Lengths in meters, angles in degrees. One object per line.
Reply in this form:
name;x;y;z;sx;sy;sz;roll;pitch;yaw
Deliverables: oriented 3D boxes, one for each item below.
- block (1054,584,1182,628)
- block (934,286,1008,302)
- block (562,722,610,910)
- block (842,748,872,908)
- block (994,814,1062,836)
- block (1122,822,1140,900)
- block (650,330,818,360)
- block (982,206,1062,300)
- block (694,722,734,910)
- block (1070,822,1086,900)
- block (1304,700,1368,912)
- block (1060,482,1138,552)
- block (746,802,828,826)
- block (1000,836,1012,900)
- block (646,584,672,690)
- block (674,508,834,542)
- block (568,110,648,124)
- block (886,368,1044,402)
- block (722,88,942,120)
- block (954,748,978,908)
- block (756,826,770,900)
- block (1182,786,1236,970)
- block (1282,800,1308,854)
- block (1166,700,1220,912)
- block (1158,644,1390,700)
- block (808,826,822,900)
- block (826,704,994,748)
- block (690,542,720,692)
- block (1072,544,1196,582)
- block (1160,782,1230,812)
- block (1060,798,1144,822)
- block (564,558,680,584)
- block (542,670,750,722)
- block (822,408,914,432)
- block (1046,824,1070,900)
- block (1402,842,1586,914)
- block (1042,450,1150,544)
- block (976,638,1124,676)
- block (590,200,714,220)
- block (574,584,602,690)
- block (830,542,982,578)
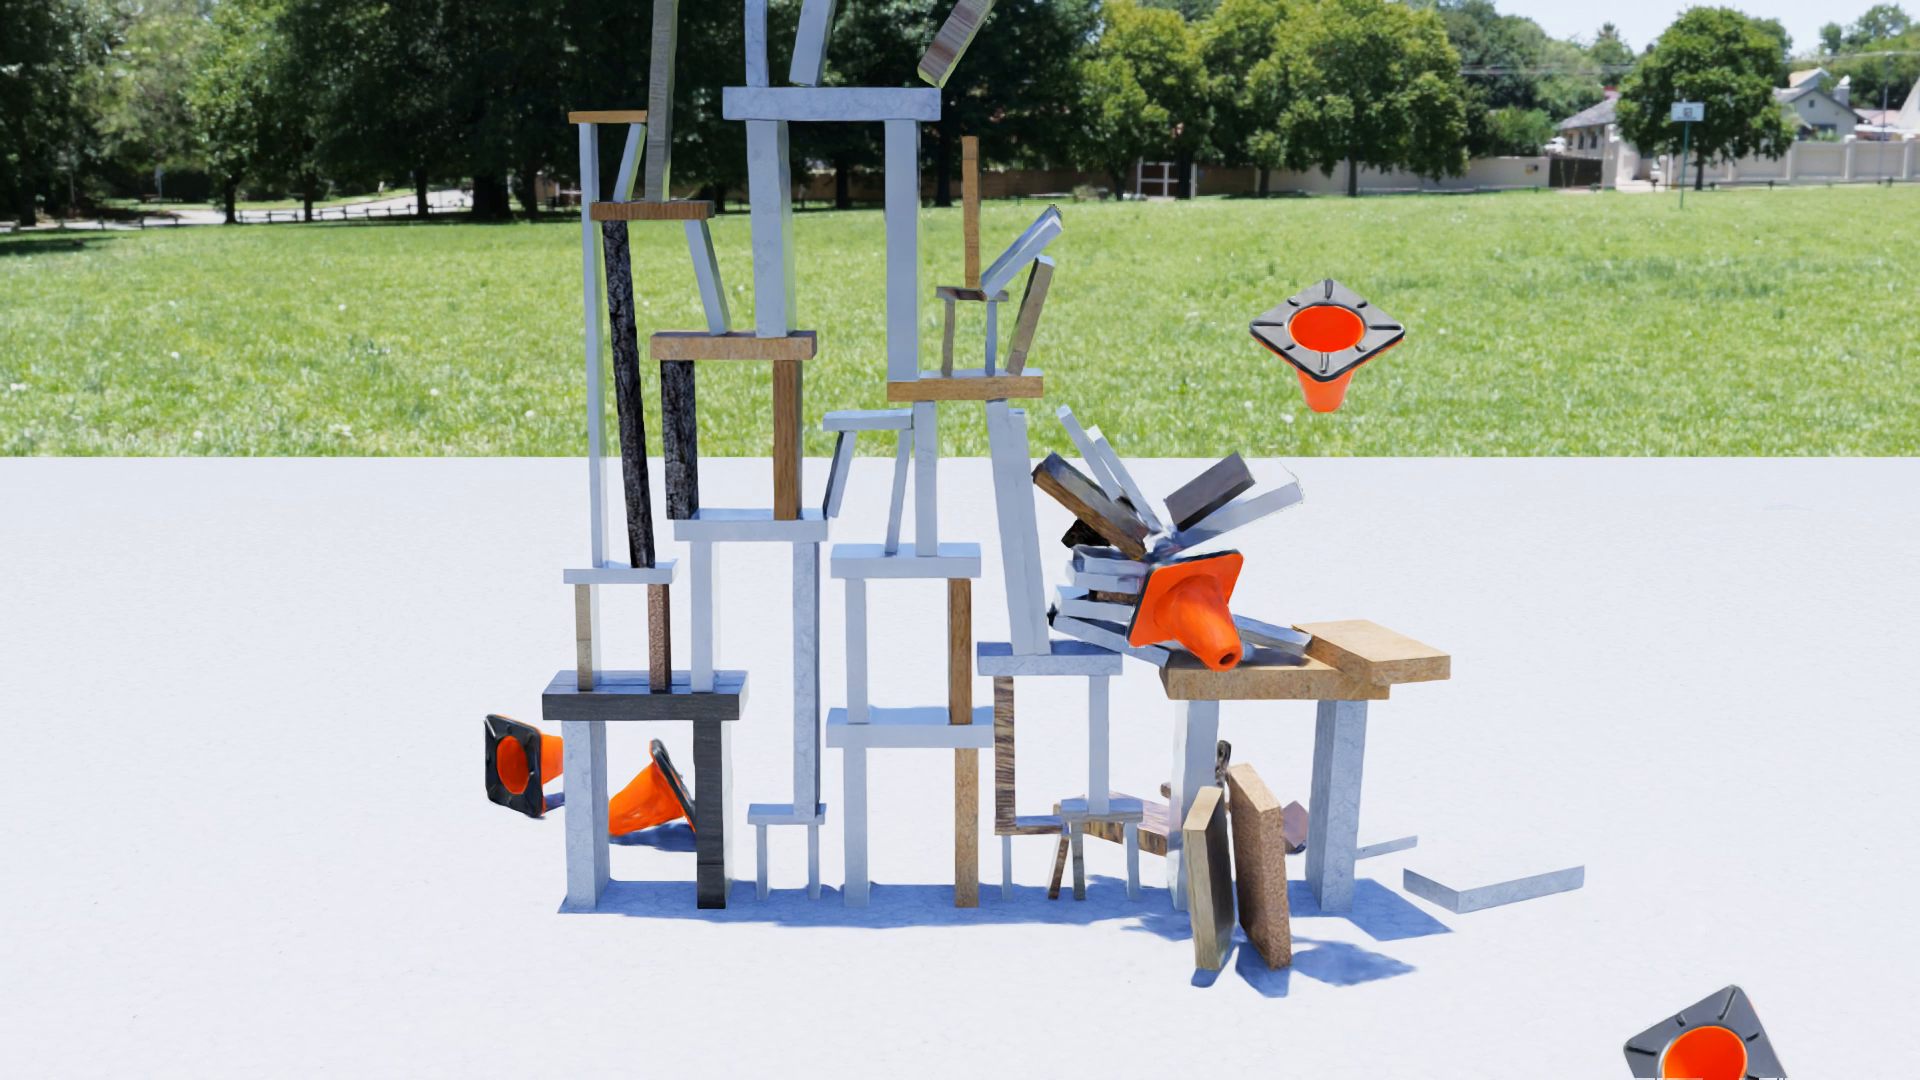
block;0.254;0.107;3.574;0.195;0.028;0.098;7;11;-5
block;0.018;-0.391;3.499;0.114;0.016;0.057;3;11;-3
block;-0.619;0.433;3.645;0.045;0.318;0.159;0;11;0
block;-0.170;0.457;3.644;0.038;0.271;0.135;0;10;0
block;0.112;0.472;3.643;0.112;0.016;0.056;-1;11;0
block;0.285;0.523;3.656;0.019;0.135;0.068;-4;11;0
block;-0.359;-0.311;3.503;0.254;0.036;0.127;0;10;0
block;0.096;-0.450;3.441;0.022;0.158;0.079;41;20;-16
block;-0.407;0.433;3.644;0.045;0.318;0.159;0;11;0
block;0.195;0.523;3.657;0.019;0.135;0.068;-3;10;1
block;0.621;0.415;3.636;0.050;0.355;0.177;2;11;0
block;0.235;-0.028;3.648;0.071;0.142;0.020;39;31;2
block;-0.286;0.454;3.644;0.129;0.018;0.064;0;10;-1
block;0.077;0.536;3.655;0.016;0.112;0.056;-1;11;-1
block;-0.490;0.148;3.584;0.025;0.175;0.087;0;10;0
block;-0.331;-0.025;3.552;0.246;0.035;0.123;0;10;1
block;-0.545;-0.661;3.435;0.123;0.017;0.062;-1;10;0
block;0.007;-0.249;3.524;0.247;0.035;0.123;-2;11;0
block;-0.198;-0.683;3.443;0.334;0.047;0.167;0;10;-2
block;0.011;0.457;3.644;0.038;0.271;0.135;0;10;0
block;-0.327;0.526;3.659;0.018;0.129;0.064;0;11;-1
block;0.379;0.514;3.339;0.035;0.247;0.123;1;25;20
block;0.593;0.513;3.927;0.069;0.020;0.138;45;27;15
block;0.383;0.415;3.636;0.050;0.355;0.177;2;11;0
block;0.510;0.215;3.599;0.355;0.050;0.177;0;11;0
block;-0.242;0.526;3.660;0.018;0.129;0.064;0;10;-1
block;-0.081;0.305;3.613;0.271;0.038;0.135;0;10;0
block;-0.414;0.112;3.579;0.035;0.246;0.123;1;10;0
block;0.282;0.038;3.570;0.183;0.026;0.091;6;11;-9
block;0.452;0.487;4.164;0.077;0.022;0.155;-5;12;-26
block;0.234;0.447;3.639;0.135;0.019;0.068;0;11;1
block;-0.548;0.050;3.565;0.175;0.025;0.087;0;10;0
block;-0.513;0.255;3.611;0.318;0.045;0.159;0;11;0
block;-0.145;-0.192;3.515;0.143;0.020;0.072;-2;13;3
block;0.164;0.535;3.657;0.016;0.112;0.056;11;10;-3
block;0.896;0.566;3.692;0.275;0.039;0.138;-6;12;-28
block;0.218;-0.069;3.521;0.182;0.026;0.091;36;9;-22
block;0.145;0.191;3.594;0.234;0.033;0.117;0;11;0
block;-0.482;-0.519;3.462;0.181;0.026;0.090;0;10;1
block;-0.606;0.148;3.584;0.025;0.175;0.087;0;11;0
block;-0.086;0.033;3.556;0.241;0.034;0.121;0;11;-1
